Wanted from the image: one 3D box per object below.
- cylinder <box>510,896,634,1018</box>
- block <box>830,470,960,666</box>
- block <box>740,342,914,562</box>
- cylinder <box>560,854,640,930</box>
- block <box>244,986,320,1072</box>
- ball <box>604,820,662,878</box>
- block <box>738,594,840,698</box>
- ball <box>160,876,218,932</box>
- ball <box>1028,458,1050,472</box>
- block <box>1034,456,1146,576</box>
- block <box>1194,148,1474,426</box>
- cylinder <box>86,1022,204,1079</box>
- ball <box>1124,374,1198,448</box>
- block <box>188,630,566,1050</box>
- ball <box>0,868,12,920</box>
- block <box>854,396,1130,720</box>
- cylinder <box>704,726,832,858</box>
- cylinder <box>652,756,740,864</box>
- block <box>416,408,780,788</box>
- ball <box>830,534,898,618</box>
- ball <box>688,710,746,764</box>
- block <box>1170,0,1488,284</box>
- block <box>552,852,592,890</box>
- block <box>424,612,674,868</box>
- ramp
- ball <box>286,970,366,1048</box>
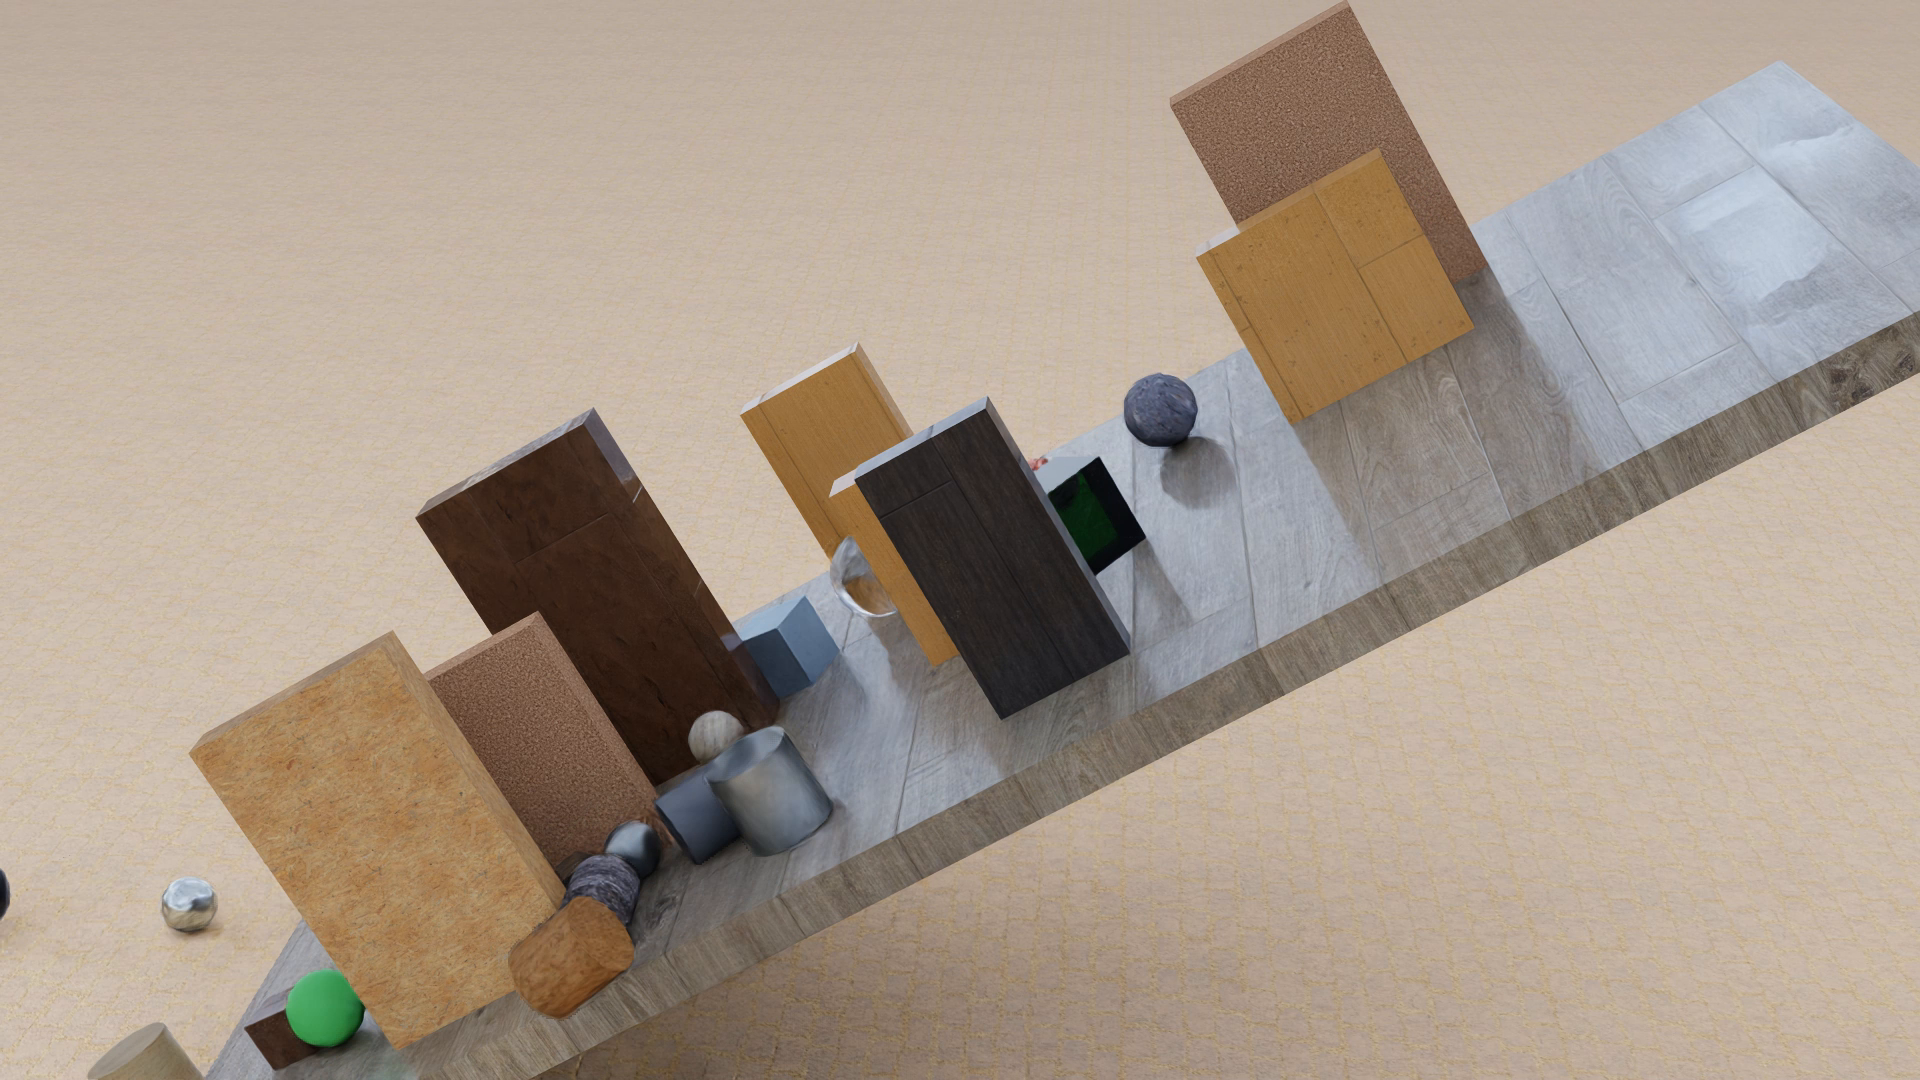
[{"bbox_3d":[-0.718,0.771,5.436,0.162,0.162,0.162,-39,6,22],"label":"cylinder"},{"bbox_3d":[-0.043,0.009,6.128,0.271,0.426,0.117,-28,15,12],"label":"block"},{"bbox_3d":[-0.250,-0.169,6.974,0.316,0.510,0.090,-28,15,12],"label":"block"},{"bbox_3d":[-0.699,0.703,5.714,0.138,0.138,0.138,1,18,2],"label":"cylinder"},{"bbox_3d":[-1.394,1.012,6.133,0.115,0.115,0.115,-25,16,22],"label":"block"},{"bbox_3d":[-0.659,0.625,5.937,0.116,0.116,0.116,0,18,0],"label":"ball"},{"bbox_3d":[-0.398,0.246,6.599,0.154,0.154,0.154,-22,17,32],"label":"block"},{"bbox_3d":[-1.887,0.893,7.204,0.137,0.137,0.137,0,18,0],"label":"ball"},{"bbox_3d":[0.183,-0.129,6.752,0.119,0.119,0.119,0,18,0],"label":"ball"},{"bbox_3d":[0.221,-0.036,6.194,0.204,0.204,0.204,-36,15,-19],"label":"block"},{"bbox_3d":[0.797,-0.538,6.265,0.441,0.423,0.095,-28,15,12],"label":"block"},{"bbox_3d":[-1.690,1.142,6.148,0.189,0.189,0.189,-30,14,8],"label":"cylinder"},{"bbox_3d":[0.453,-0.293,6.655,0.168,0.168,0.168,0,18,0],"label":"ball"},{"bbox_3d":[-1.099,0.590,5.717,0.447,0.725,0.097,-28,15,12],"label":"block"},{"bbox_3d":[-2.422,0.867,7.176,0.203,0.203,0.203,0,18,0],"label":"ball"},{"bbox_3d":[0.065,0.037,5.564,0.283,0.551,0.089,-28,15,12],"label":"block"},{"bbox_3d":[-0.370,0.485,5.674,0.179,0.179,0.179,-28,18,10],"label":"cylinder"},{"bbox_3d":[-0.503,0.538,5.840,0.154,0.154,0.154,-35,29,-13],"label":"cylinder"},{"bbox_3d":[-0.783,0.157,6.413,0.431,0.781,0.126,-28,15,12],"label":"block"},{"bbox_3d":[-0.189,0.072,6.560,0.203,0.203,0.203,0,18,0],"label":"ball"},{"bbox_3d":[-0.492,0.403,5.956,0.115,0.115,0.115,0,18,0],"label":"ball"},{"bbox_3d":[0.828,-0.806,6.606,0.447,0.665,0.106,-28,15,12],"label":"block"},{"bbox_3d":[-0.765,0.706,5.896,0.110,0.110,0.110,-37,16,-23],"label":"block"},{"bbox_3d":[-0.888,0.473,6.041,0.386,0.547,0.087,-28,15,12],"label":"block"},{"bbox_3d":[0.142,0.168,6.284,4.000,0.100,2.000,-28,15,12],"label":"ramp"},{"bbox_3d":[-1.300,0.960,6.030,0.159,0.159,0.159,0,18,0],"label":"ball"}]
